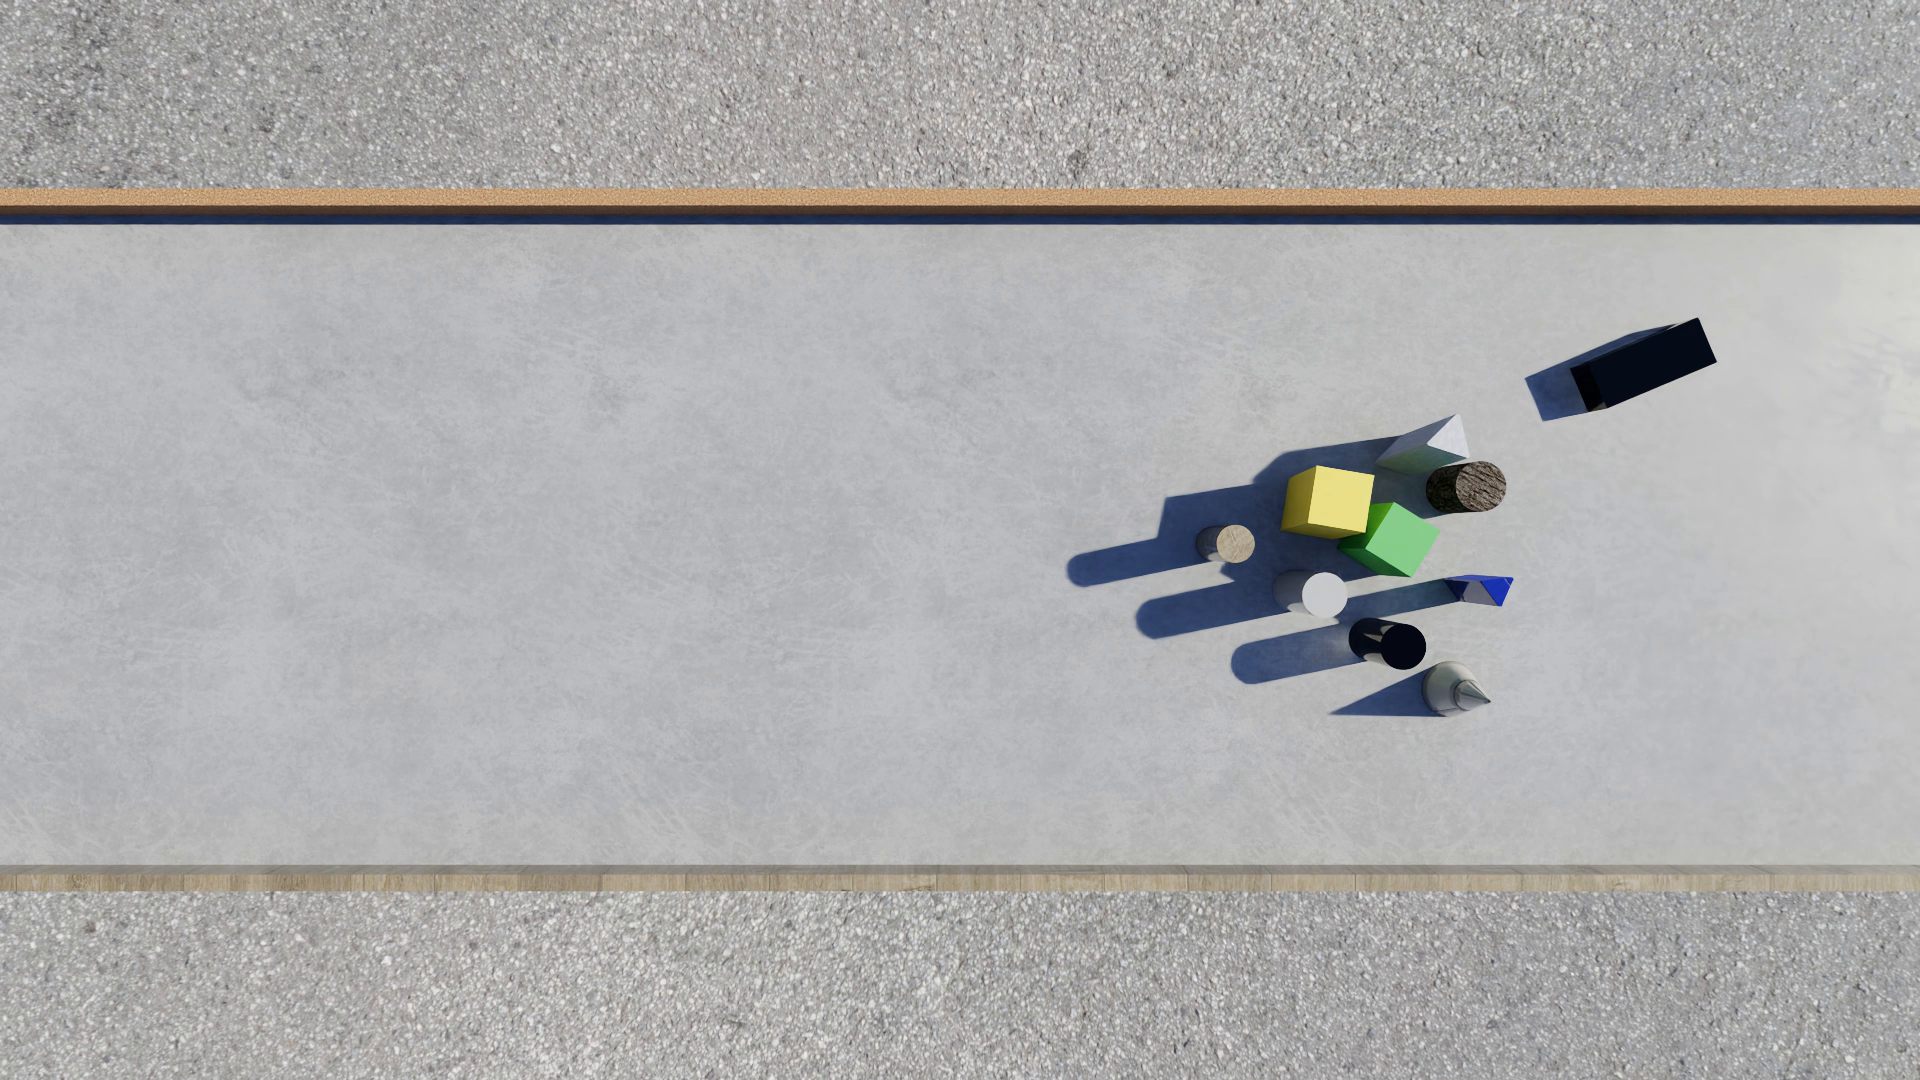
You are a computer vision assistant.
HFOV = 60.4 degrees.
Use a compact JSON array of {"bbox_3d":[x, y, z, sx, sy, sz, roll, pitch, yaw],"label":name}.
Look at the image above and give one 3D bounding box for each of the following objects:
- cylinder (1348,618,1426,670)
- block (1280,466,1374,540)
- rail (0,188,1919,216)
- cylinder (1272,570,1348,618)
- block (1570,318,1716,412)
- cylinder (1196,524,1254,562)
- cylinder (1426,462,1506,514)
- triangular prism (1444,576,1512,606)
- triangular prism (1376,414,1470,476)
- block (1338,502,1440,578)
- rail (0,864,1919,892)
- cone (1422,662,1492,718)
[{"bbox_3d":[1.262,0.304,4.886,0.133,0.380,0.133,0,90,0],"label":"cylinder"},{"bbox_3d":[1.080,-0.106,4.872,0.164,0.399,0.164,10,87,1],"label":"block"},{"bbox_3d":[-2.247,-1.025,5.002,12.000,0.150,0.050,0,90,0],"label":"rail"},{"bbox_3d":[1.025,0.155,4.856,0.128,0.442,0.128,0,90,0],"label":"cylinder"},{"bbox_3d":[2.070,-0.530,5.003,0.357,0.147,0.147,-23,90,0],"label":"block"},{"bbox_3d":[0.779,0.011,4.868,0.107,0.417,0.107,0,90,0],"label":"cylinder"},{"bbox_3d":[1.507,-0.155,4.923,0.147,0.306,0.147,0,90,0],"label":"cylinder"},{"bbox_3d":[1.544,0.131,4.885,0.077,0.382,0.089,-37,90,0],"label":"triangular prism"},{"bbox_3d":[1.370,-0.287,4.859,0.127,0.427,0.110,17,84,-4],"label":"triangular prism"},{"bbox_3d":[1.264,0.000,4.888,0.156,0.375,0.156,32,90,0],"label":"block"},{"bbox_3d":[-2.247,1.025,5.001,12.000,0.150,0.050,0,90,0],"label":"rail"},{"bbox_3d":[1.507,0.459,4.875,0.173,0.402,0.173,0,90,0],"label":"cone"}]
